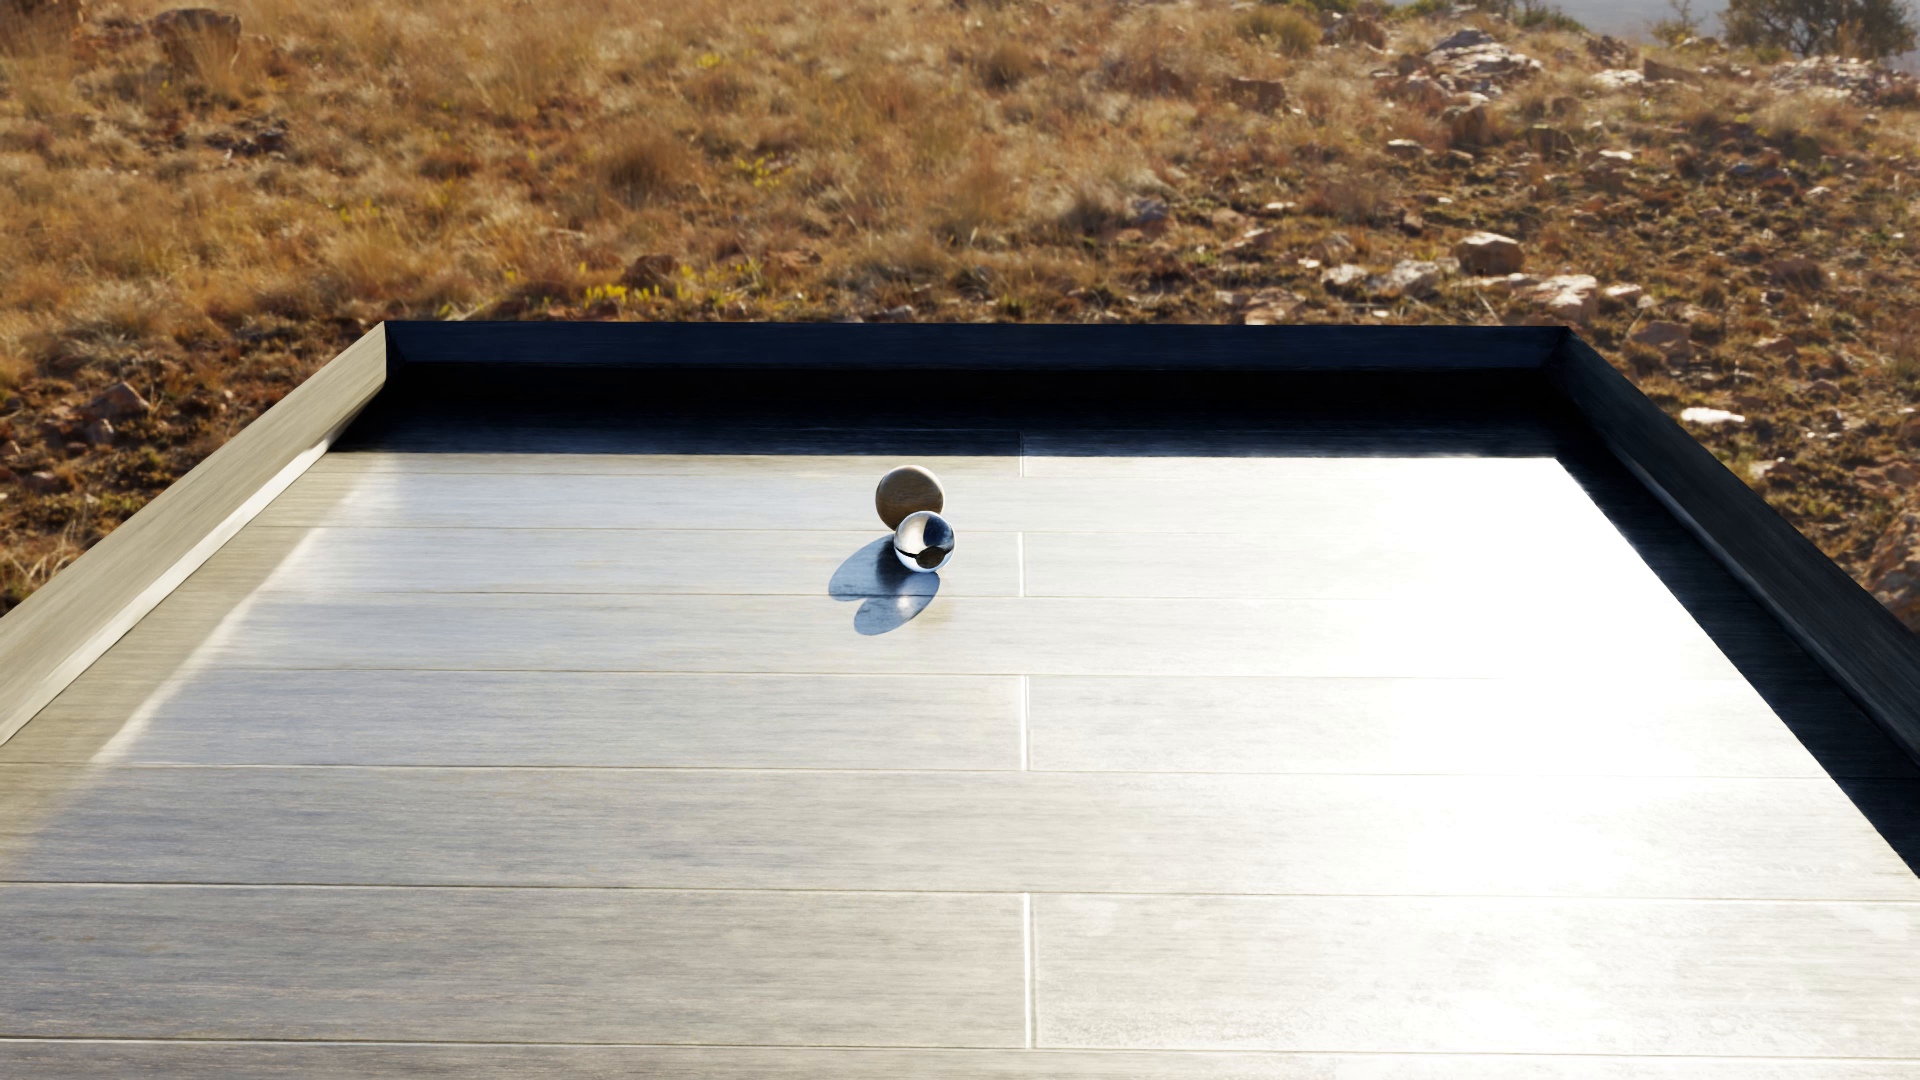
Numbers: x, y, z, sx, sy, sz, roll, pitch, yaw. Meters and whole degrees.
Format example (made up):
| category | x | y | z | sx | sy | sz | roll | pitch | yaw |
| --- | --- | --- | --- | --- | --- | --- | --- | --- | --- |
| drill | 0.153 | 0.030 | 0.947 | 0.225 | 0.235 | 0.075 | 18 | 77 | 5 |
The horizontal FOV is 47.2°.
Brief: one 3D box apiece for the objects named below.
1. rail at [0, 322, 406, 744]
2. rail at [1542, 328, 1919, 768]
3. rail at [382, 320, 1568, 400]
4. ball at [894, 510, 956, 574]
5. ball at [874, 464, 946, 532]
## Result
| category | x | y | z | sx | sy | sz | roll | pitch | yaw |
| --- | --- | --- | --- | --- | --- | --- | --- | --- | --- |
| rail | -0.919 | 0.240 | 1.822 | 0.045 | 0.117 | 3.449 | 0 | 18 | 1 |
| rail | 0.882 | 0.252 | 1.785 | 0.045 | 0.117 | 3.449 | 0 | 18 | 1 |
| rail | 0.018 | -0.274 | 3.422 | 1.849 | 0.117 | 0.045 | 0 | 18 | 1 |
| ball | -0.042 | 0.002 | 2.633 | 0.075 | 0.075 | 0.075 | 0 | 18 | 0 |
| ball | -0.063 | -0.051 | 2.776 | 0.089 | 0.089 | 0.089 | 0 | 18 | 0 |
